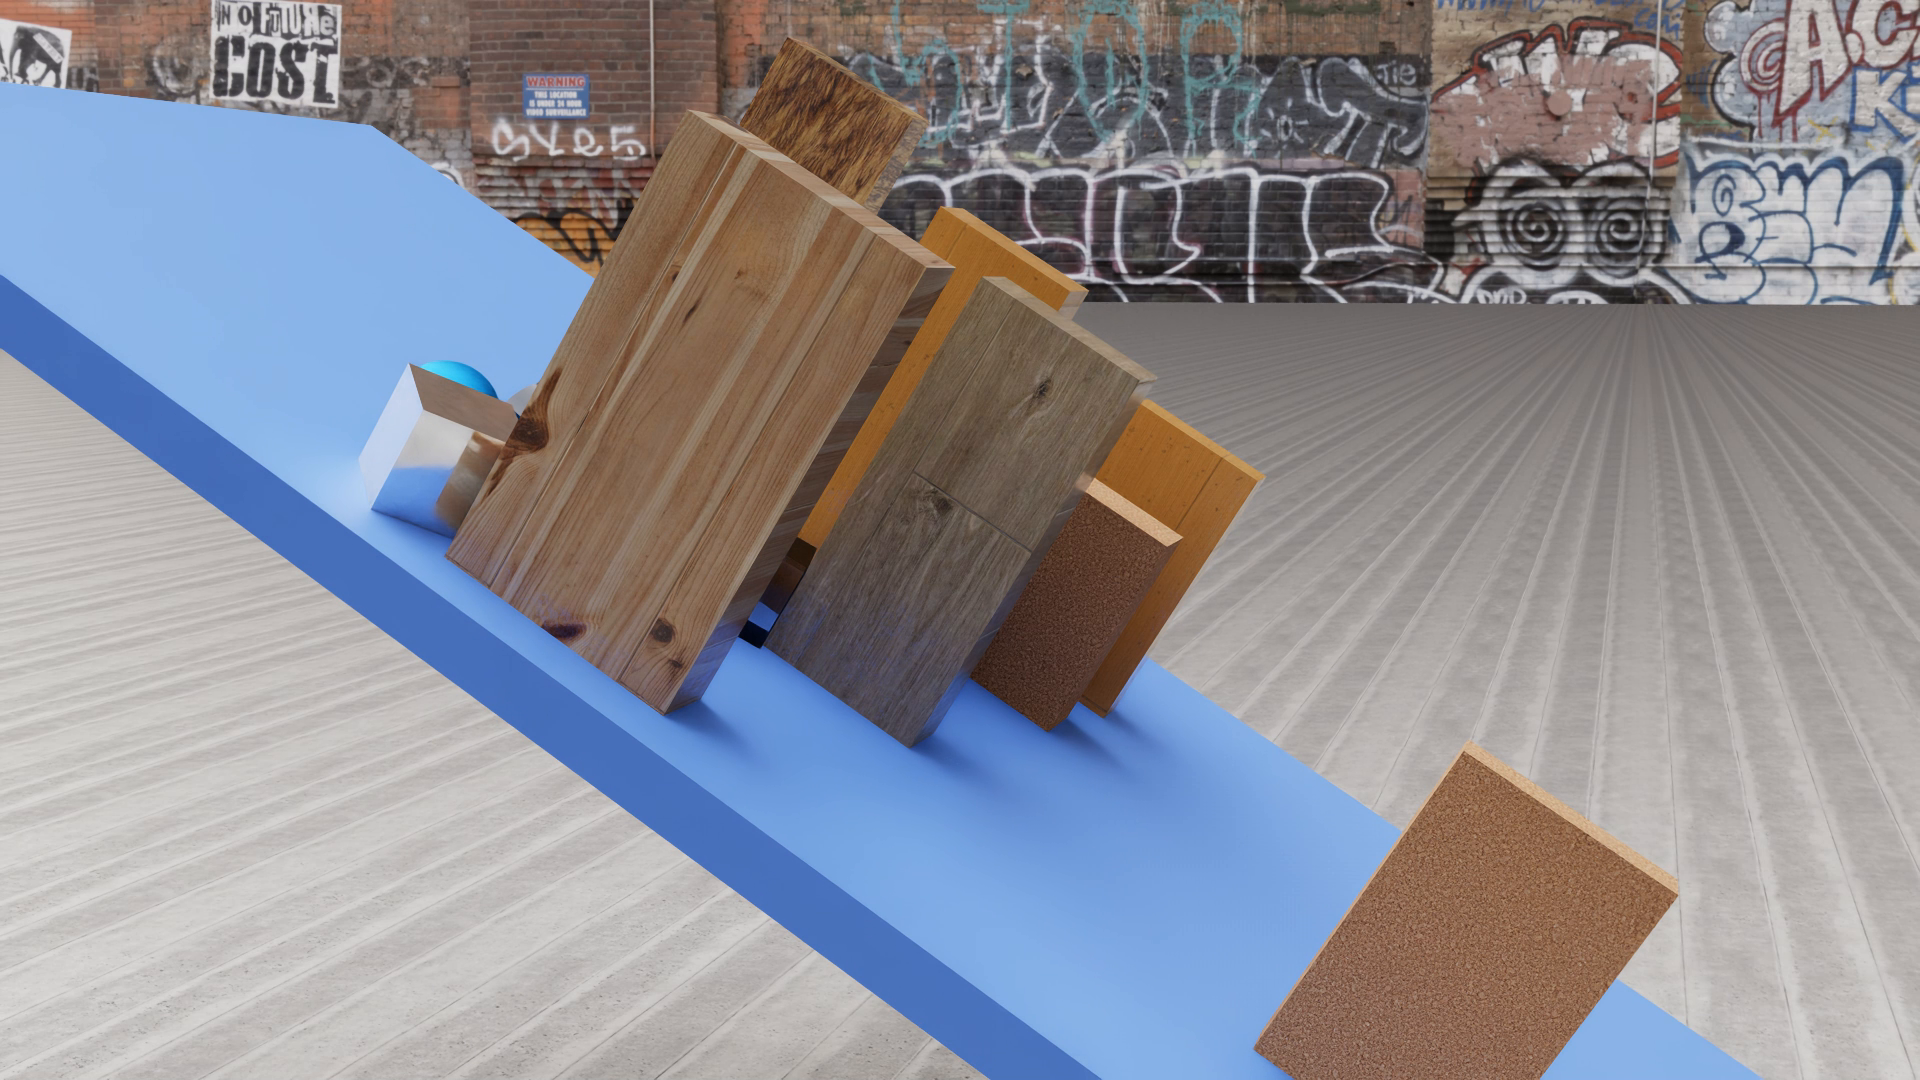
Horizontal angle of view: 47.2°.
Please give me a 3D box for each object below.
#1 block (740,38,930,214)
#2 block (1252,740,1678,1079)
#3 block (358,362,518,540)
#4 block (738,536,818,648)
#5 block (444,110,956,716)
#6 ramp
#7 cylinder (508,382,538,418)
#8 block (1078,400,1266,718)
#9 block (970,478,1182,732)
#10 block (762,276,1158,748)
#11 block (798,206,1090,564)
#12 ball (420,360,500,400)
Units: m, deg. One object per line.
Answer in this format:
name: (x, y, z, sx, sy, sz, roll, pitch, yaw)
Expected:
block: (-0.417, -0.720, 5.020, 0.348, 0.754, 0.121, 34, 15, 11)
block: (0.754, 0.641, 3.309, 0.362, 0.573, 0.087, 34, 15, 11)
block: (-0.813, -0.133, 3.462, 0.182, 0.182, 0.182, 23, 17, -30)
block: (-0.362, 0.060, 3.780, 0.158, 0.158, 0.158, 30, 15, -5)
block: (-0.397, -0.186, 3.283, 0.426, 0.782, 0.138, 34, 15, 11)
ramp: (-0.148, 0.246, 4.110, 4.000, 0.100, 2.000, 34, 15, 11)
cylinder: (-0.676, -0.139, 3.736, 0.190, 0.190, 0.190, 39, 26, 26)
block: (0.333, 0.038, 4.417, 0.283, 0.574, 0.103, 34, 15, 11)
block: (0.181, 0.101, 4.201, 0.284, 0.427, 0.150, 34, 15, 11)
block: (-0.005, -0.046, 3.698, 0.311, 0.736, 0.136, 34, 15, 11)
block: (-0.096, -0.196, 3.949, 0.275, 0.763, 0.136, 34, 15, 11)
ball: (-0.848, -0.205, 3.627, 0.181, 0.181, 0.181, 0, 7, 0)
